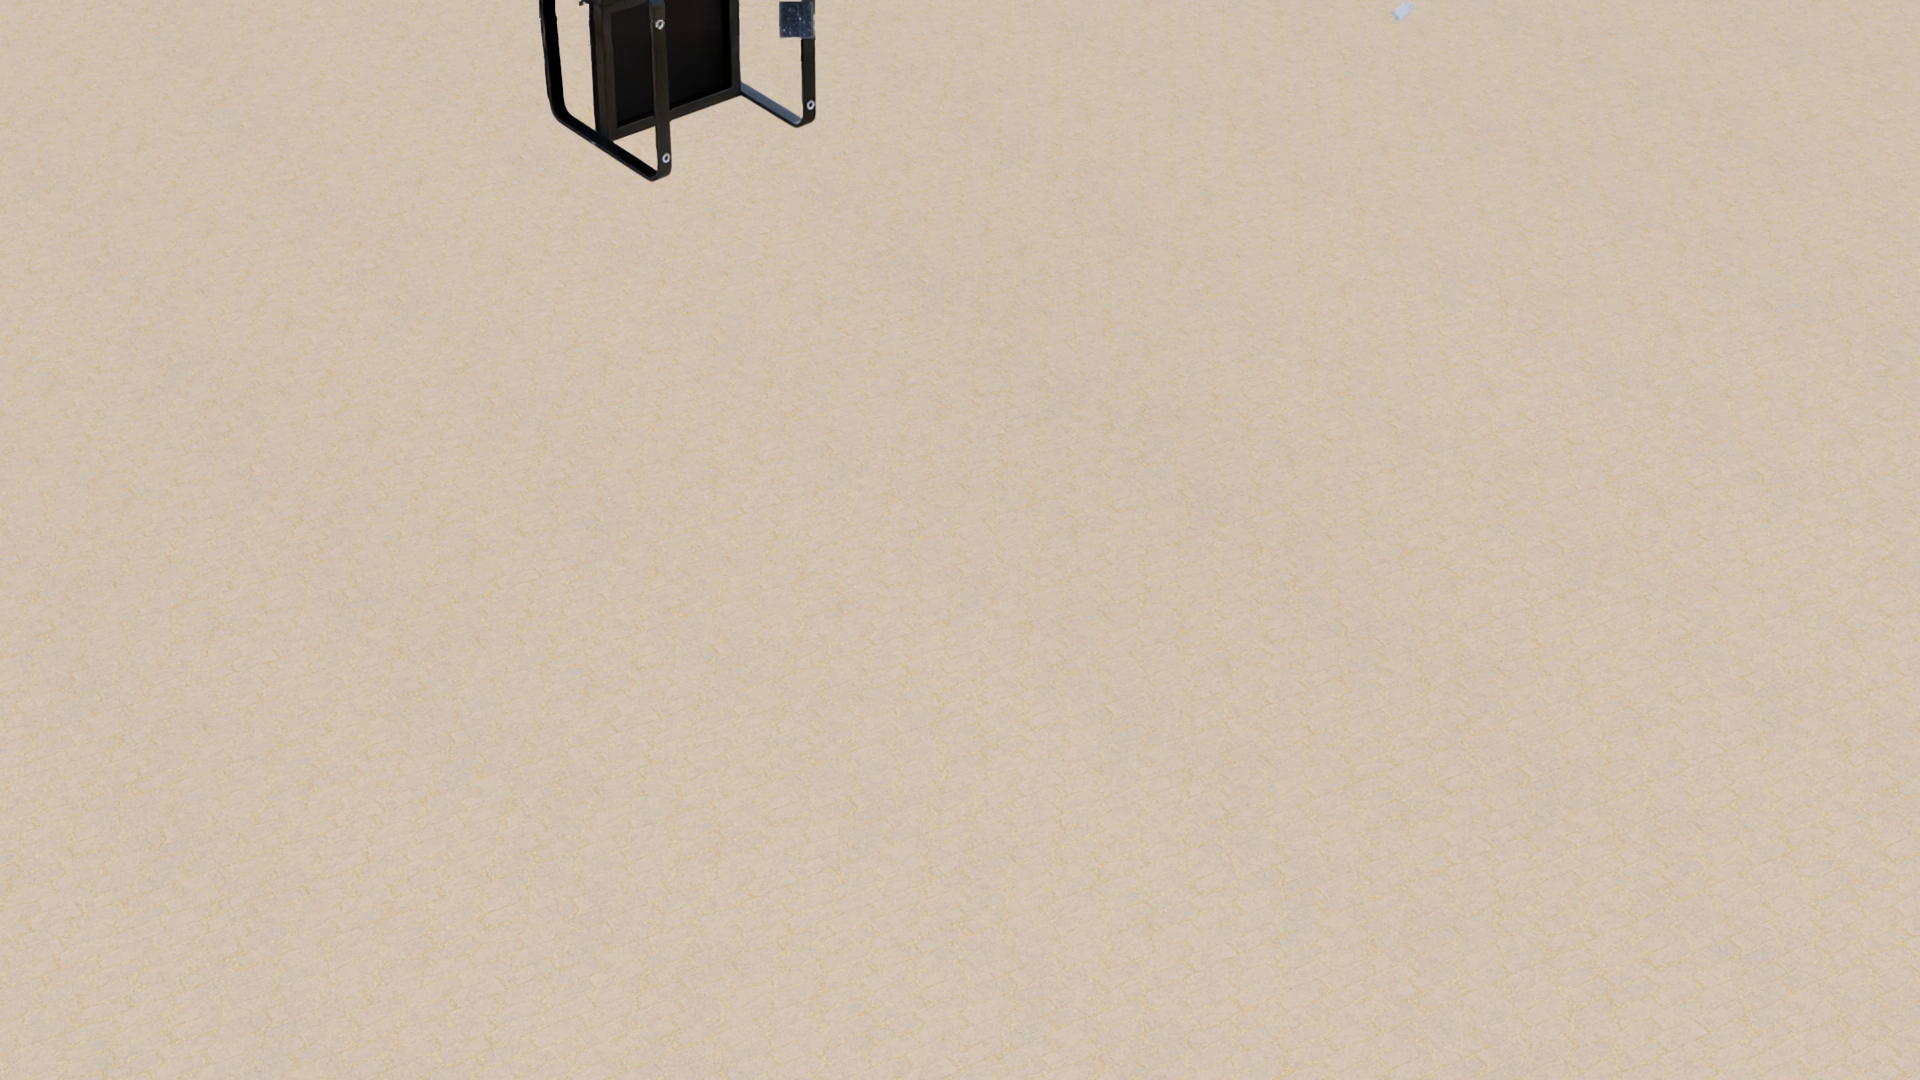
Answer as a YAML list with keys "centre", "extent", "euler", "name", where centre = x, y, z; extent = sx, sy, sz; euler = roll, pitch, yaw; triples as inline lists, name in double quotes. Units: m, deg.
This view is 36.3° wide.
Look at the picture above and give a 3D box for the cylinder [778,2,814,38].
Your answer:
- centre: [-0.394, -1.256, 7.081]
  extent: [0.089, 0.085, 0.067]
  euler: [-6, 9, -31]
  name: "cylinder"
